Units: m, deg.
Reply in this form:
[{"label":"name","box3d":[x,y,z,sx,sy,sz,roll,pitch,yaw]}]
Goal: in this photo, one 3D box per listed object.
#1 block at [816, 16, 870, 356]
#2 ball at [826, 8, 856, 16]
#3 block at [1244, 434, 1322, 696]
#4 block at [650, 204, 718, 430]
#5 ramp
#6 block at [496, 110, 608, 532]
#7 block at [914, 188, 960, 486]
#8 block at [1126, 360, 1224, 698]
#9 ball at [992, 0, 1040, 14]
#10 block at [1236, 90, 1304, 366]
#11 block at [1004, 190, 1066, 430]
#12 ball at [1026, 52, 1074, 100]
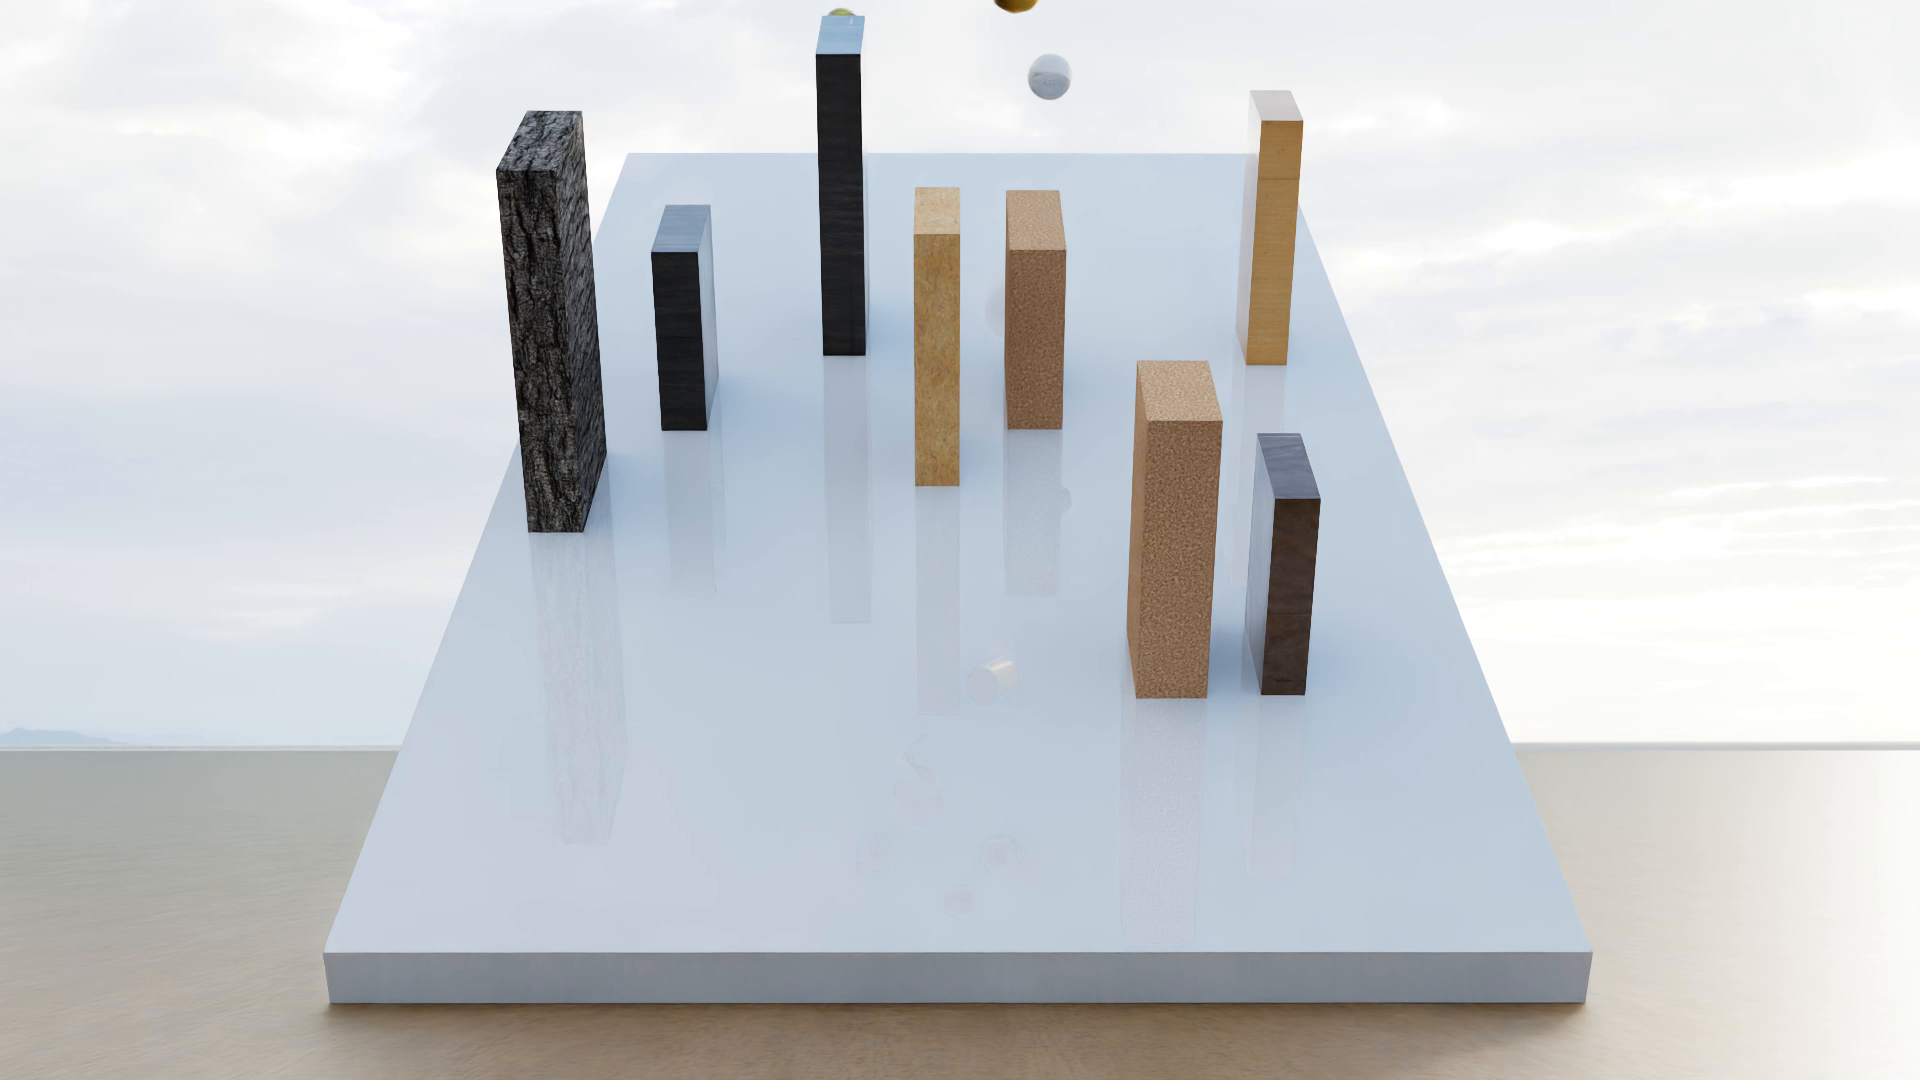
[{"label":"block","box3d":[-0.285,-0.872,5.853,0.106,0.759,0.344,0,27,0]},{"label":"ball","box3d":[-0.346,-1.498,6.932,0.111,0.111,0.111,0,-5,0]},{"label":"block","box3d":[0.603,0.044,4.467,0.082,0.410,0.279,0,27,0]},{"label":"block","box3d":[-0.636,-0.519,5.519,0.105,0.436,0.316,0,27,0]},{"label":"ramp","box3d":[-0.011,-0.225,5.539,2.000,0.100,4.000,0,27,0]},{"label":"block","box3d":[-0.854,-0.460,5.012,0.116,0.797,0.394,0,27,0]},{"label":"block","box3d":[-0.050,-0.446,5.221,0.098,0.585,0.299,0,27,0]},{"label":"block","box3d":[0.394,-0.019,4.414,0.132,0.568,0.269,0,27,0]},{"label":"ball","box3d":[0.172,-1.692,7.223,0.179,0.179,0.179,0,-5,0]},{"label":"block","box3d":[0.752,-0.760,5.795,0.100,0.619,0.243,0,27,0]},{"label":"block","box3d":[0.173,-0.544,5.569,0.126,0.439,0.405,0,27,0]},{"label":"ball","box3d":[0.263,-1.351,6.930,0.136,0.136,0.136,0,-5,0]}]
